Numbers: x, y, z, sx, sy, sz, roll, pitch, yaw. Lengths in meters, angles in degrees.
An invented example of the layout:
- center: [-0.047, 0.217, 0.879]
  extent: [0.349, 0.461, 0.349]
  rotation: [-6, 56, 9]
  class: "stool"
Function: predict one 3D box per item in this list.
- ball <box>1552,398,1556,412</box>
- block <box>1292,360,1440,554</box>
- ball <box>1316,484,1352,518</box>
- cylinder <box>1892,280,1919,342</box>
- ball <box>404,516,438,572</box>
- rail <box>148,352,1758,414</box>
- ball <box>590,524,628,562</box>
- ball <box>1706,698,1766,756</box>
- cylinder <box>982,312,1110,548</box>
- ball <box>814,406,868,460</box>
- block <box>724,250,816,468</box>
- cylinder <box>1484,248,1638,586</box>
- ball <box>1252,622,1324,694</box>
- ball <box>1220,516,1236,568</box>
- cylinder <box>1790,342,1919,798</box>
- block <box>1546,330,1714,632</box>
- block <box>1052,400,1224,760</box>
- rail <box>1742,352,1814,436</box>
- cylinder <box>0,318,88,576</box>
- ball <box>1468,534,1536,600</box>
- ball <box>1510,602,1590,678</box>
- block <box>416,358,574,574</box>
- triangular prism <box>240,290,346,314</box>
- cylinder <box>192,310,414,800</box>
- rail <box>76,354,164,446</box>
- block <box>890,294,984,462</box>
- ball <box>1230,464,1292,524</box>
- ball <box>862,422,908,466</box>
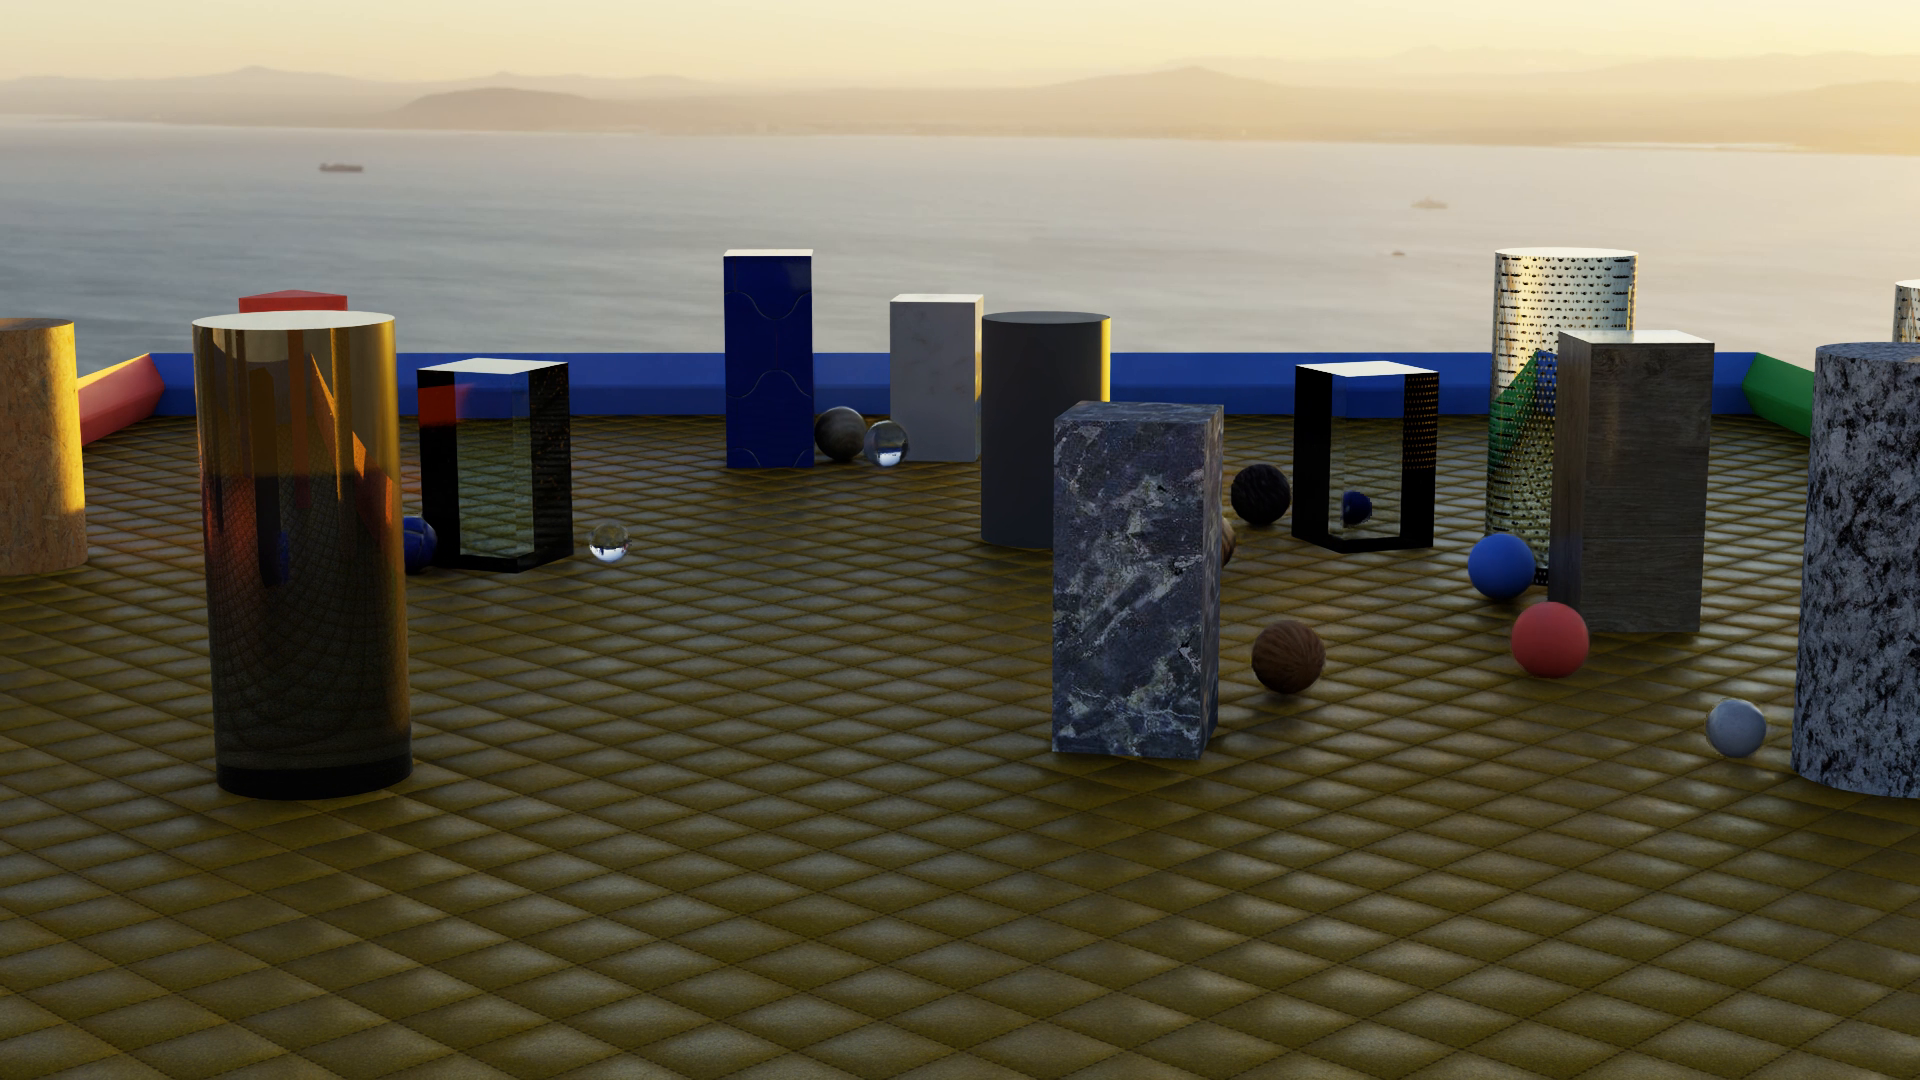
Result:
- center: [1.266, -0.282, 5.378]
  extent: [0.050, 0.050, 0.050]
  rotation: [0, 10, 0]
  class: "ball"
- center: [0.622, -0.130, 3.951]
  extent: [0.159, 0.269, 0.159]
  rotation: [-4, 11, -21]
  class: "block"
- center: [0.609, -0.063, 4.176]
  extent: [0.056, 0.056, 0.056]
  rotation: [0, 10, 0]
  class: "ball"
- center: [1.258, -0.088, 3.203]
  extent: [0.199, 0.459, 0.199]
  rotation: [0, 10, 0]
  class: "cylinder"
- center: [-0.802, 0.005, 3.736]
  extent: [0.082, 0.082, 0.082]
  rotation: [0, 10, 0]
  class: "ball"
- center: [-0.011, -0.326, 5.390]
  extent: [3.391, 0.129, 0.045]
  rotation: [0, 10, 0]
  class: "rail"
- center: [-0.521, 0.004, 3.811]
  extent: [0.057, 0.057, 0.057]
  rotation: [0, 10, 0]
  class: "ball"
- center: [0.827, 0.200, 2.736]
  extent: [0.062, 0.062, 0.062]
  rotation: [0, 10, 0]
  class: "ball"
- center: [0.132, -0.174, 3.981]
  extent: [0.199, 0.344, 0.199]
  rotation: [0, 10, 0]
  class: "cylinder"
- center: [-0.222, -0.199, 4.792]
  extent: [0.099, 0.099, 0.099]
  rotation: [0, 10, 0]
  class: "ball"
- center: [-0.351, -0.337, 4.748]
  extent: [0.159, 0.387, 0.159]
  rotation: [0, 10, -2]
  class: "block"
- center: [0.861, -0.180, 3.685]
  extent: [0.199, 0.465, 0.199]
  rotation: [0, 10, 0]
  class: "cylinder"
- center: [0.384, 0.138, 3.011]
  extent: [0.085, 0.085, 0.085]
  rotation: [0, 10, 0]
  class: "ball"
- center: [0.351, 0.003, 3.713]
  extent: [0.095, 0.095, 0.095]
  rotation: [0, 10, 0]
  class: "ball"
- center: [0.972, 0.026, 2.641]
  extent: [0.199, 0.440, 0.199]
  rotation: [0, 10, 0]
  class: "cylinder"
- center: [0.881, -0.080, 3.383]
  extent: [0.159, 0.377, 0.159]
  rotation: [0, 10, -2]
  class: "block"
- center: [0.194, 0.039, 2.786]
  extent: [0.159, 0.360, 0.159]
  rotation: [2, 11, 13]
  class: "block"
- center: [1.672, 0.031, 3.458]
  extent: [0.045, 0.129, 3.995]
  rotation: [0, 10, 0]
  class: "rail"
- center: [-1.398, -0.140, 3.774]
  extent: [0.199, 0.354, 0.199]
  rotation: [0, 10, 0]
  class: "cylinder"
- center: [0.746, 0.037, 3.535]
  extent: [0.092, 0.092, 0.092]
  rotation: [0, 10, 0]
  class: "ball"
- center: [0.710, 0.120, 3.088]
  extent: [0.092, 0.092, 0.092]
  rotation: [0, 10, 0]
  class: "ball"
- center: [-0.686, -0.113, 3.799]
  extent: [0.159, 0.291, 0.159]
  rotation: [4, 11, 22]
  class: "block"
- center: [-1.133, -0.249, 4.389]
  extent: [0.172, 0.345, 0.149]
  rotation: [-3, 11, -15]
  class: "triangular prism"
- center: [-0.671, 0.011, 2.629]
  extent: [0.199, 0.473, 0.199]
  rotation: [0, 10, 0]
  class: "cylinder"
- center: [-1.672, 0.035, 3.439]
  extent: [0.045, 0.129, 3.995]
  rotation: [0, 10, 0]
  class: "rail"
- center: [-0.043, -0.307, 4.831]
  extent: [0.159, 0.297, 0.159]
  rotation: [1, 11, 6]
  class: "block"
- center: [0.483, -0.073, 4.116]
  extent: [0.097, 0.097, 0.097]
  rotation: [0, 10, 0]
  class: "ball"
- center: [-0.136, -0.176, 4.709]
  extent: [0.084, 0.084, 0.084]
  rotation: [0, 10, 0]
  class: "ball"
